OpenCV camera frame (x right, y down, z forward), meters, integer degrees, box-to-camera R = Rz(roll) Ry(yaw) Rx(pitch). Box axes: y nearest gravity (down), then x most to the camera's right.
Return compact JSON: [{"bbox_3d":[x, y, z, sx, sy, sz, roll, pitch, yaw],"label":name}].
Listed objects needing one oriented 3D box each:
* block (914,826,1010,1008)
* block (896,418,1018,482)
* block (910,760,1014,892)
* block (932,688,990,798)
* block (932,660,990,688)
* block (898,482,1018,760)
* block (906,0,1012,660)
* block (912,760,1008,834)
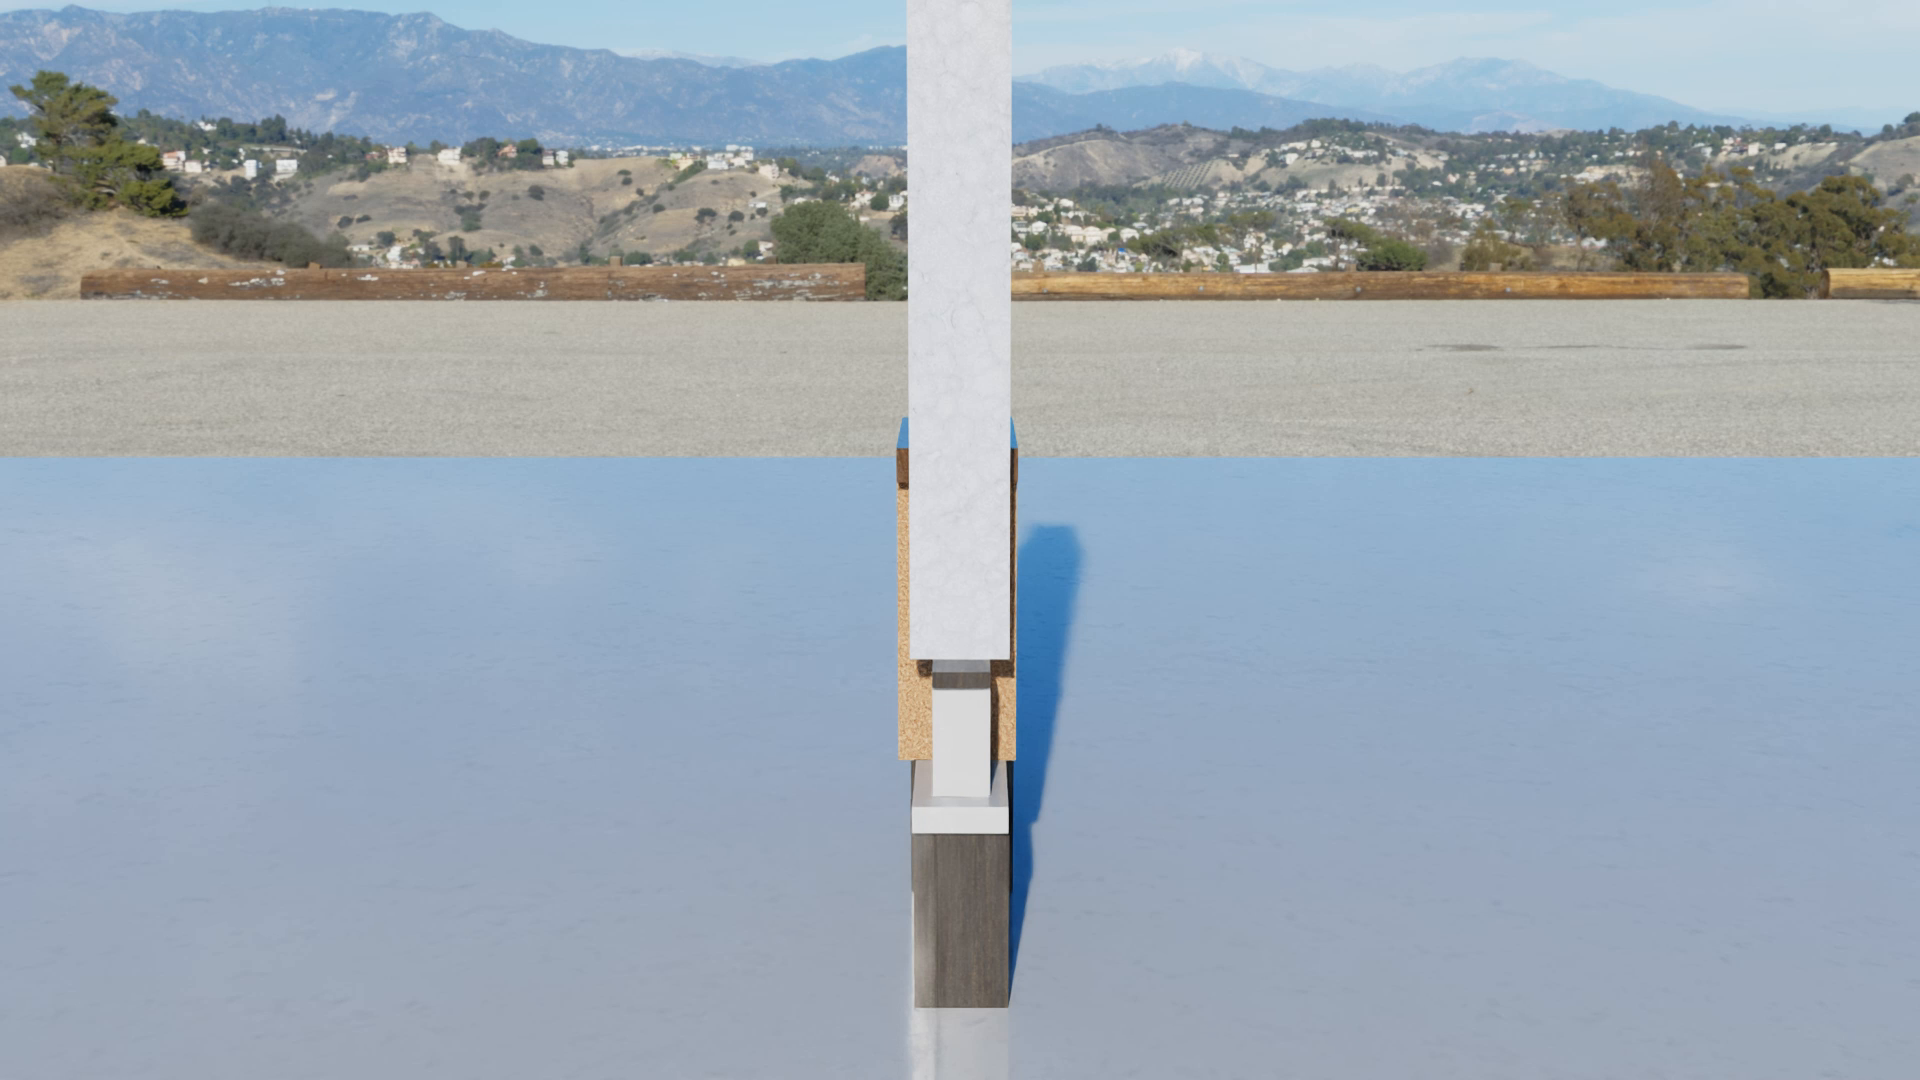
[{"bbox_3d":[0.002,0.541,3.185,0.136,0.273,0.039,0,11,0],"label":"block"},{"bbox_3d":[-0.004,-0.142,3.398,0.178,0.050,0.356,0,11,0],"label":"block"},{"bbox_3d":[0.003,0.417,3.670,0.170,0.339,0.048,0,11,0],"label":"block"},{"bbox_3d":[0.002,0.286,3.152,0.082,0.165,0.023,0,11,0],"label":"block"},{"bbox_3d":[0.002,0.183,3.189,0.082,0.023,0.165,0,11,0],"label":"block"},{"bbox_3d":[-0.004,0.117,3.325,0.178,0.432,0.050,0,11,0],"label":"block"},{"bbox_3d":[-0.001,-0.341,3.107,0.144,1.037,0.041,0,10,0],"label":"block"},{"bbox_3d":[0.001,0.372,3.245,0.136,0.039,0.273,0,11,0],"label":"block"}]
